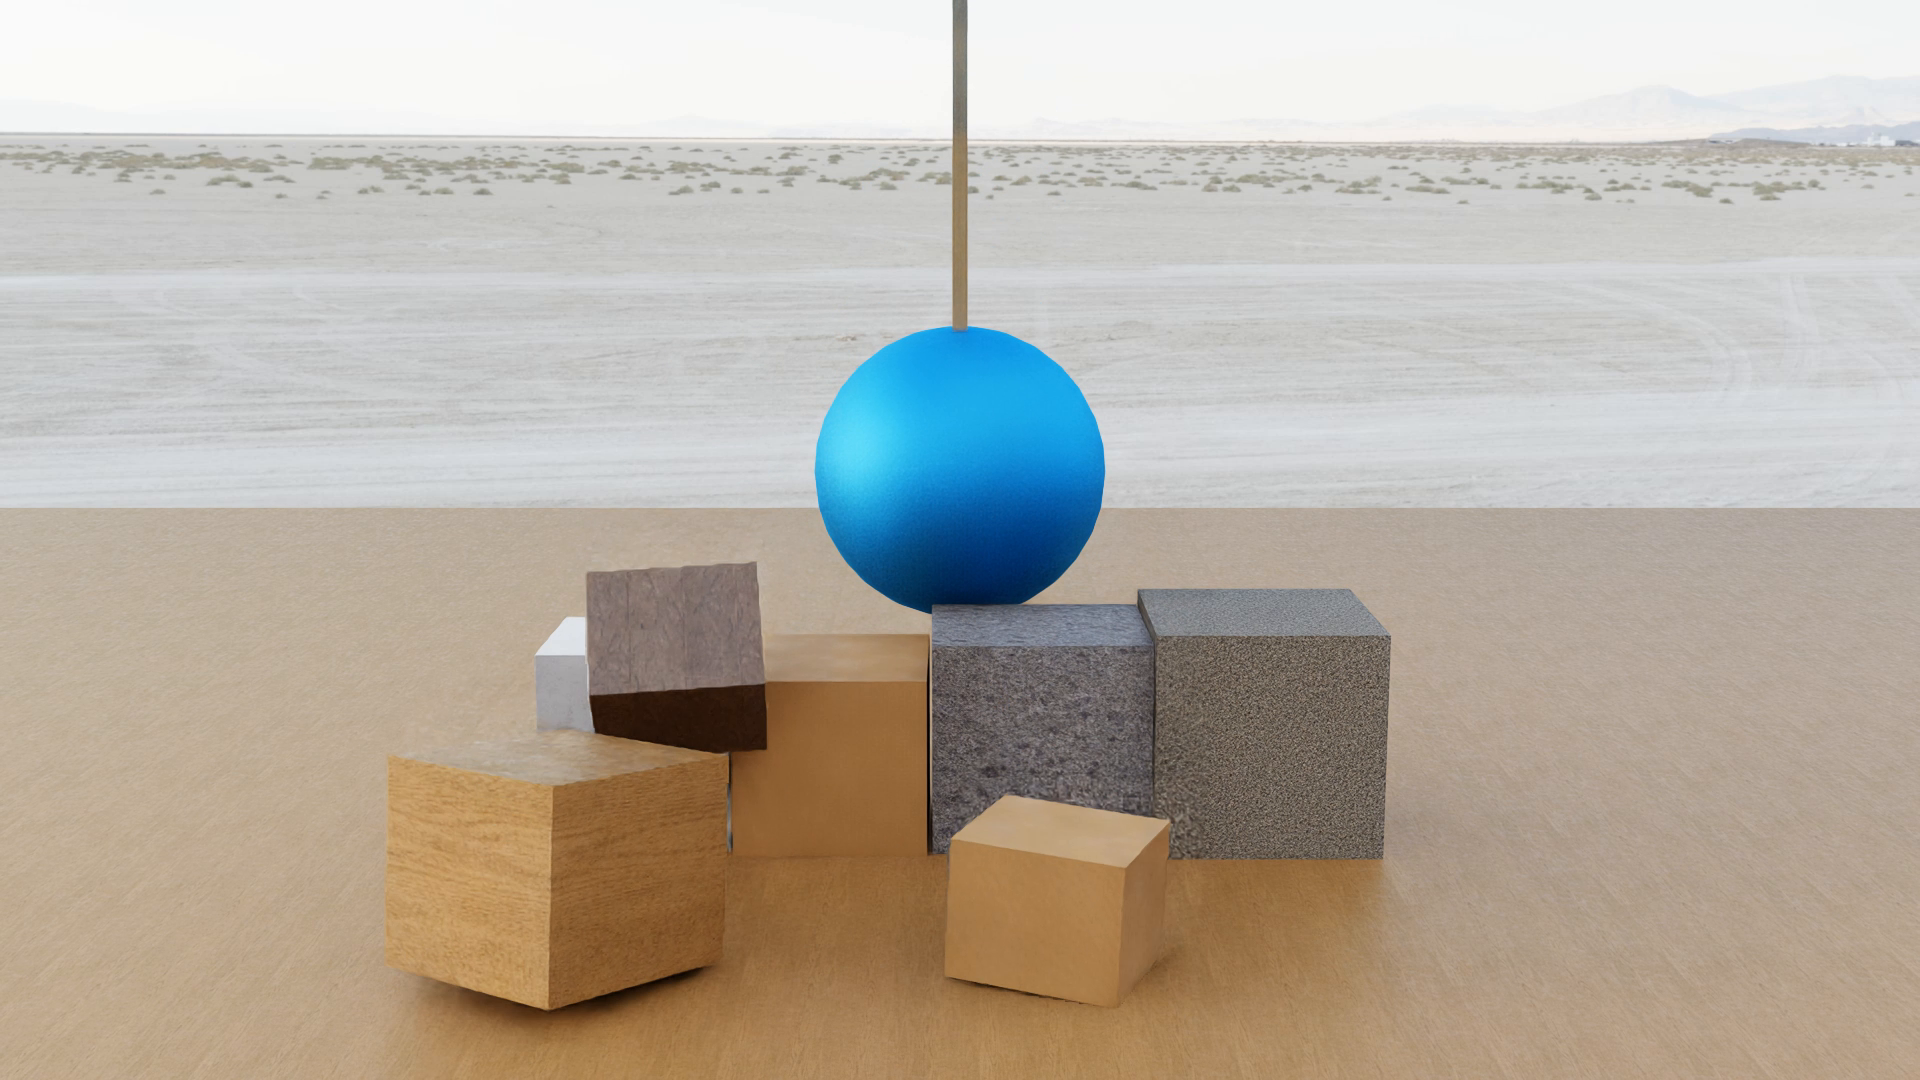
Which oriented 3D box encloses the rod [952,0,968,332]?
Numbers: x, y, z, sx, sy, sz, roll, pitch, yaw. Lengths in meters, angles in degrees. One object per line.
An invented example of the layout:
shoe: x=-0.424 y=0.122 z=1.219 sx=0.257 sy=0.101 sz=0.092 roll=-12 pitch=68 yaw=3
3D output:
rod: x=0.000 y=-3.579 z=10.953 sx=0.080 sy=5.200 sz=0.080 roll=0 pitch=20 yaw=0

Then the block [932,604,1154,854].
block: x=0.401 y=0.953 z=11.353 sx=1.090 sy=1.062 sz=0.987 roll=0 pitch=10 yaw=-1

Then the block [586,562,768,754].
block: x=-1.332 y=0.576 z=10.382 sx=0.794 sy=0.660 sz=0.632 roll=-3 pitch=-33 yaw=-6

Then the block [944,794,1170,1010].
block: x=0.420 y=1.525 z=9.381 sx=0.759 sy=0.608 sz=0.673 roll=7 pitch=12 yaw=20

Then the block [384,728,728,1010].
block: x=-1.695 y=1.348 z=9.282 sx=0.975 sy=0.888 sz=1.020 roll=5 pitch=5 yaw=36

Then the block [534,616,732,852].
block: x=-1.618 y=0.983 z=11.346 sx=0.951 sy=1.006 sz=0.878 roll=0 pitch=10 yaw=0

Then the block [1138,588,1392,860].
block: x=1.523 y=0.921 z=11.332 sx=1.137 sy=1.134 sz=1.136 roll=0 pitch=10 yaw=0

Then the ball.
ball: x=0.000 y=-0.375 z=12.090 sx=1.600 sy=1.600 sz=1.600 roll=0 pitch=10 yaw=0

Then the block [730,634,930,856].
block: x=-0.647 y=1.038 z=11.361 sx=0.968 sy=0.893 sz=1.053 roll=0 pitch=10 yaw=0
